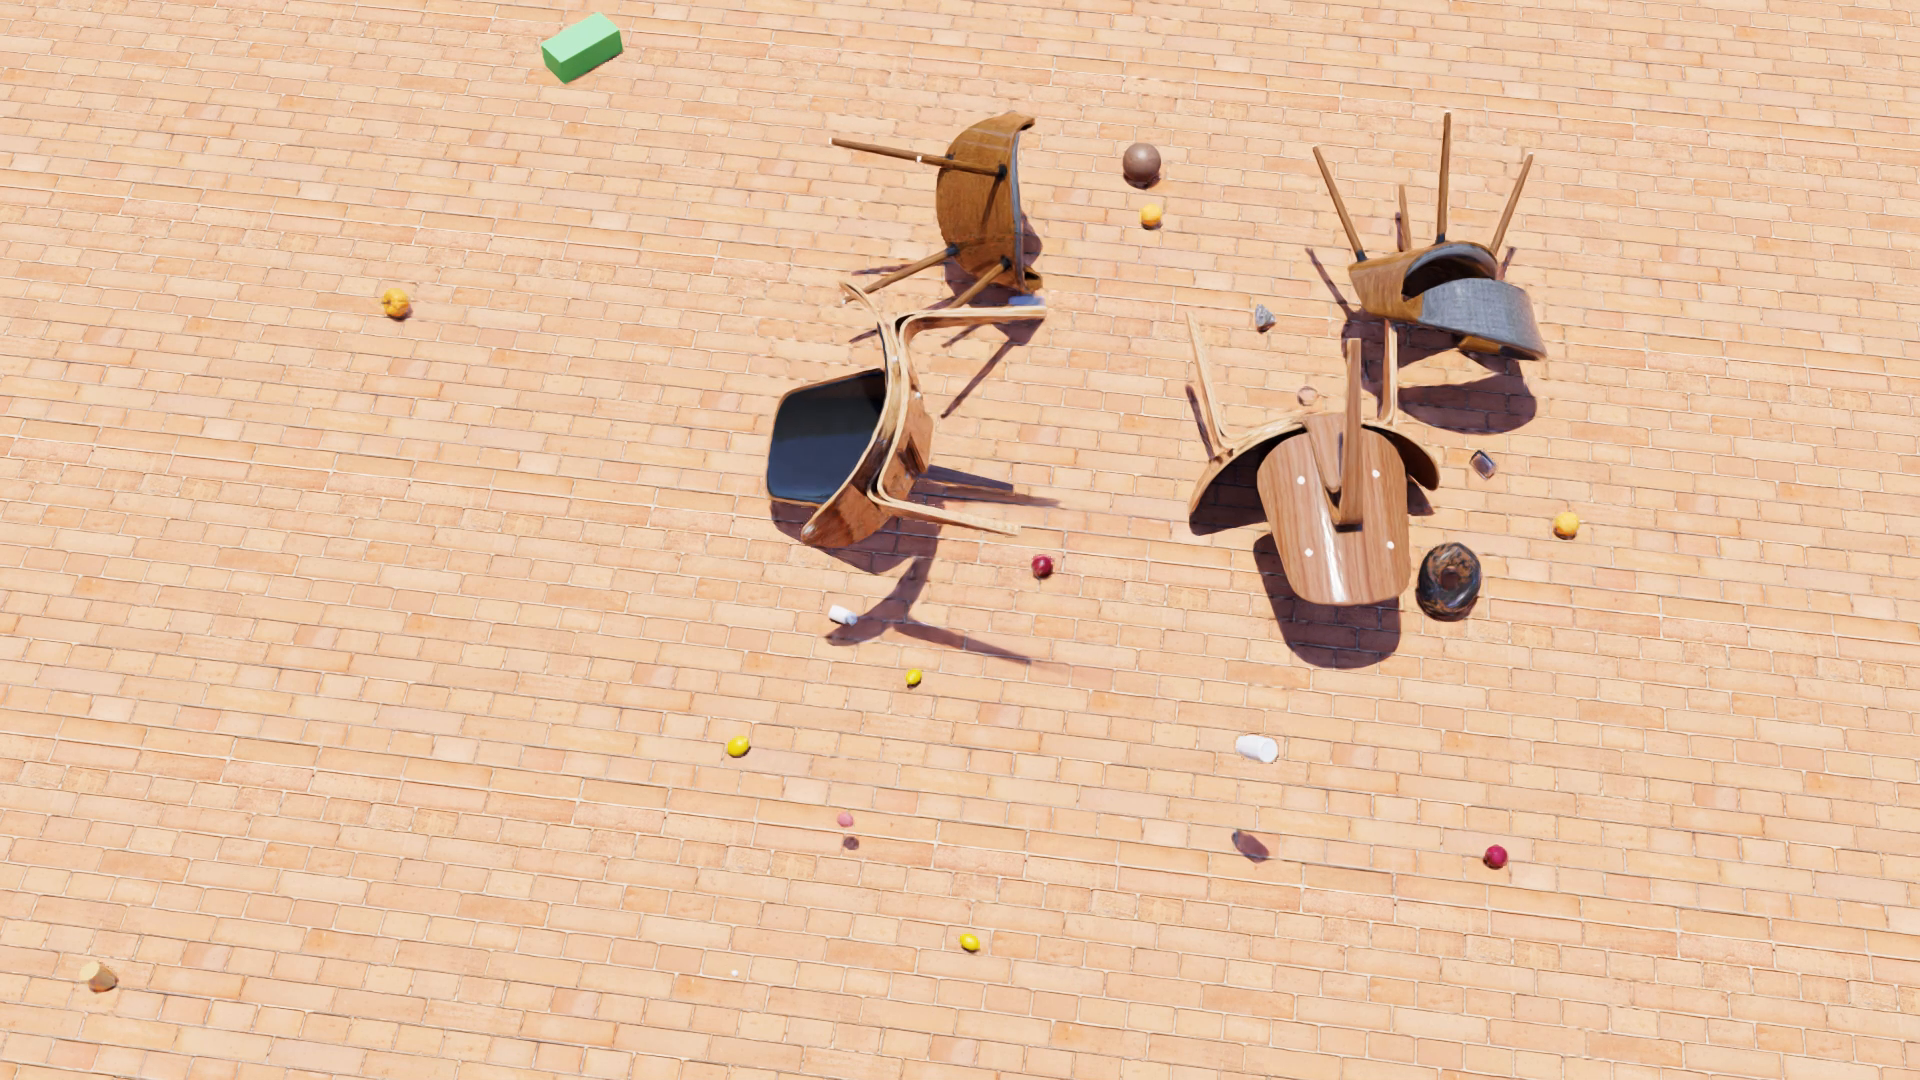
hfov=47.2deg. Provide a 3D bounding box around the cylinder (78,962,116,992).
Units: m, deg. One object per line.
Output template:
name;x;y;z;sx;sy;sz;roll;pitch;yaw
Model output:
cylinder;-2.257;1.143;5.753;0.061;0.075;0.047;-32;53;-3

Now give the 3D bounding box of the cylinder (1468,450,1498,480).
cylinder;1.593;-0.230;6.697;0.034;0.058;0.073;-8;48;-47

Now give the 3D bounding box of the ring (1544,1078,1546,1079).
ring;1.315;1.247;4.888;0.074;0.083;0.121;11;21;20

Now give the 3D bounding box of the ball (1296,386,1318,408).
ball;1.039;-0.429;6.573;0.064;0.064;0.064;0;56;0

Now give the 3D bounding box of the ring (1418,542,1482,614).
ring;1.424;0.110;6.393;0.183;0.105;0.212;14;93;-4

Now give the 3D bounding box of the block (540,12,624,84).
block;-1.316;-1.716;7.664;0.249;0.102;0.121;-36;63;-21
